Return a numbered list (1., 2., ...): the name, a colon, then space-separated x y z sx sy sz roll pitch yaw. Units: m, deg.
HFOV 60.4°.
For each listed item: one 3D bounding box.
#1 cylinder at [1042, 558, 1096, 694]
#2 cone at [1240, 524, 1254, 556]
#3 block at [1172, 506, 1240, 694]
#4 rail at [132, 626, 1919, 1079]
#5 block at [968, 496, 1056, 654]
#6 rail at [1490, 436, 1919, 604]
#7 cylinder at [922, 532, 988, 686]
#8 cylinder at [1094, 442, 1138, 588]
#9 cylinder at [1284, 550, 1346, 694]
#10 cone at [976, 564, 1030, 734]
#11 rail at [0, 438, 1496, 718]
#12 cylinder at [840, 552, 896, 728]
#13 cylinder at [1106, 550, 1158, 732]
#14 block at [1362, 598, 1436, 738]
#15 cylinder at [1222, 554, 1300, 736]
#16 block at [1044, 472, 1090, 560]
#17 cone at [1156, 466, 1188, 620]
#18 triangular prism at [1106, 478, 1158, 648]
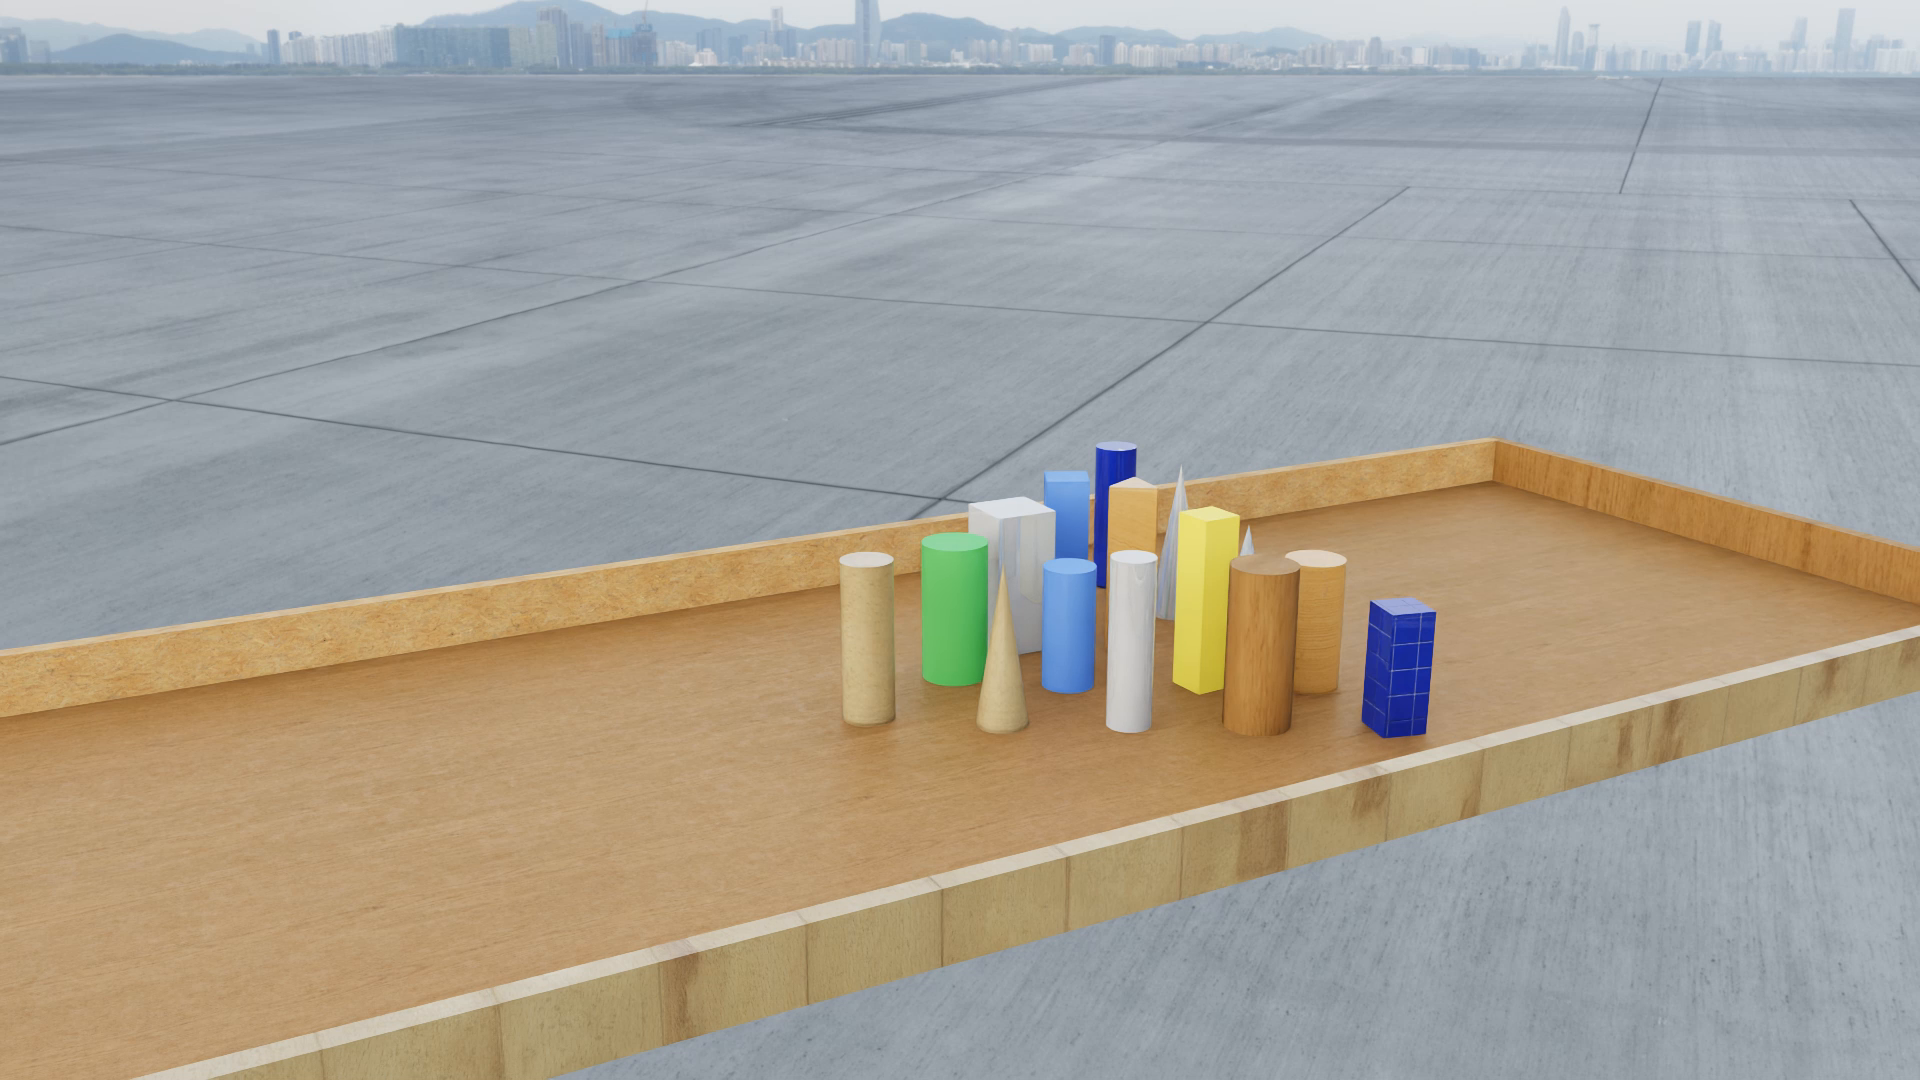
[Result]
1. cylinder: 0.270 0.212 4.086 0.132 0.309 0.132 0 16 0
2. cone: 0.750 0.124 4.325 0.166 0.342 0.166 0 16 0
3. block: 0.605 0.149 4.064 0.103 0.443 0.103 -10 19 -30
4. rail: -2.336 1.006 1.665 12.000 0.150 0.050 -9 18 -27
5. block: 0.135 0.096 4.358 0.167 0.378 0.167 -8 18 -26
6. rail: 2.466 -0.048 5.253 0.050 0.150 2.100 -9 18 -27
7. cylinder: -0.013 0.173 4.143 0.166 0.352 0.166 0 16 0
8. cylinder: 0.455 -0.073 4.860 0.120 0.419 0.120 0 16 0
9. cylinder: 0.871 0.203 4.082 0.148 0.329 0.148 0 16 0
10. cone: 0.100 0.240 3.829 0.128 0.401 0.128 0 16 0
11. rail: -3.305 0.497 3.399 12.000 0.150 0.050 -9 18 -27
12. cylinder: -0.216 0.233 3.869 0.126 0.391 0.126 0 16 0
13. cylinder: 0.397 0.236 3.824 0.108 0.411 0.108 0 16 0
14. block: 1.015 0.295 3.819 0.108 0.300 0.108 -4 17 -13
15. cylinder: 0.698 0.244 3.831 0.160 0.391 0.160 0 16 0
16. block: 0.293 0.019 4.575 0.117 0.403 0.117 0 16 -1
17. cone: 0.610 -0.003 4.603 0.153 0.430 0.153 0 16 0
18. triangular prism: 0.455 0.060 4.369 0.126 0.440 0.109 2 16 7
